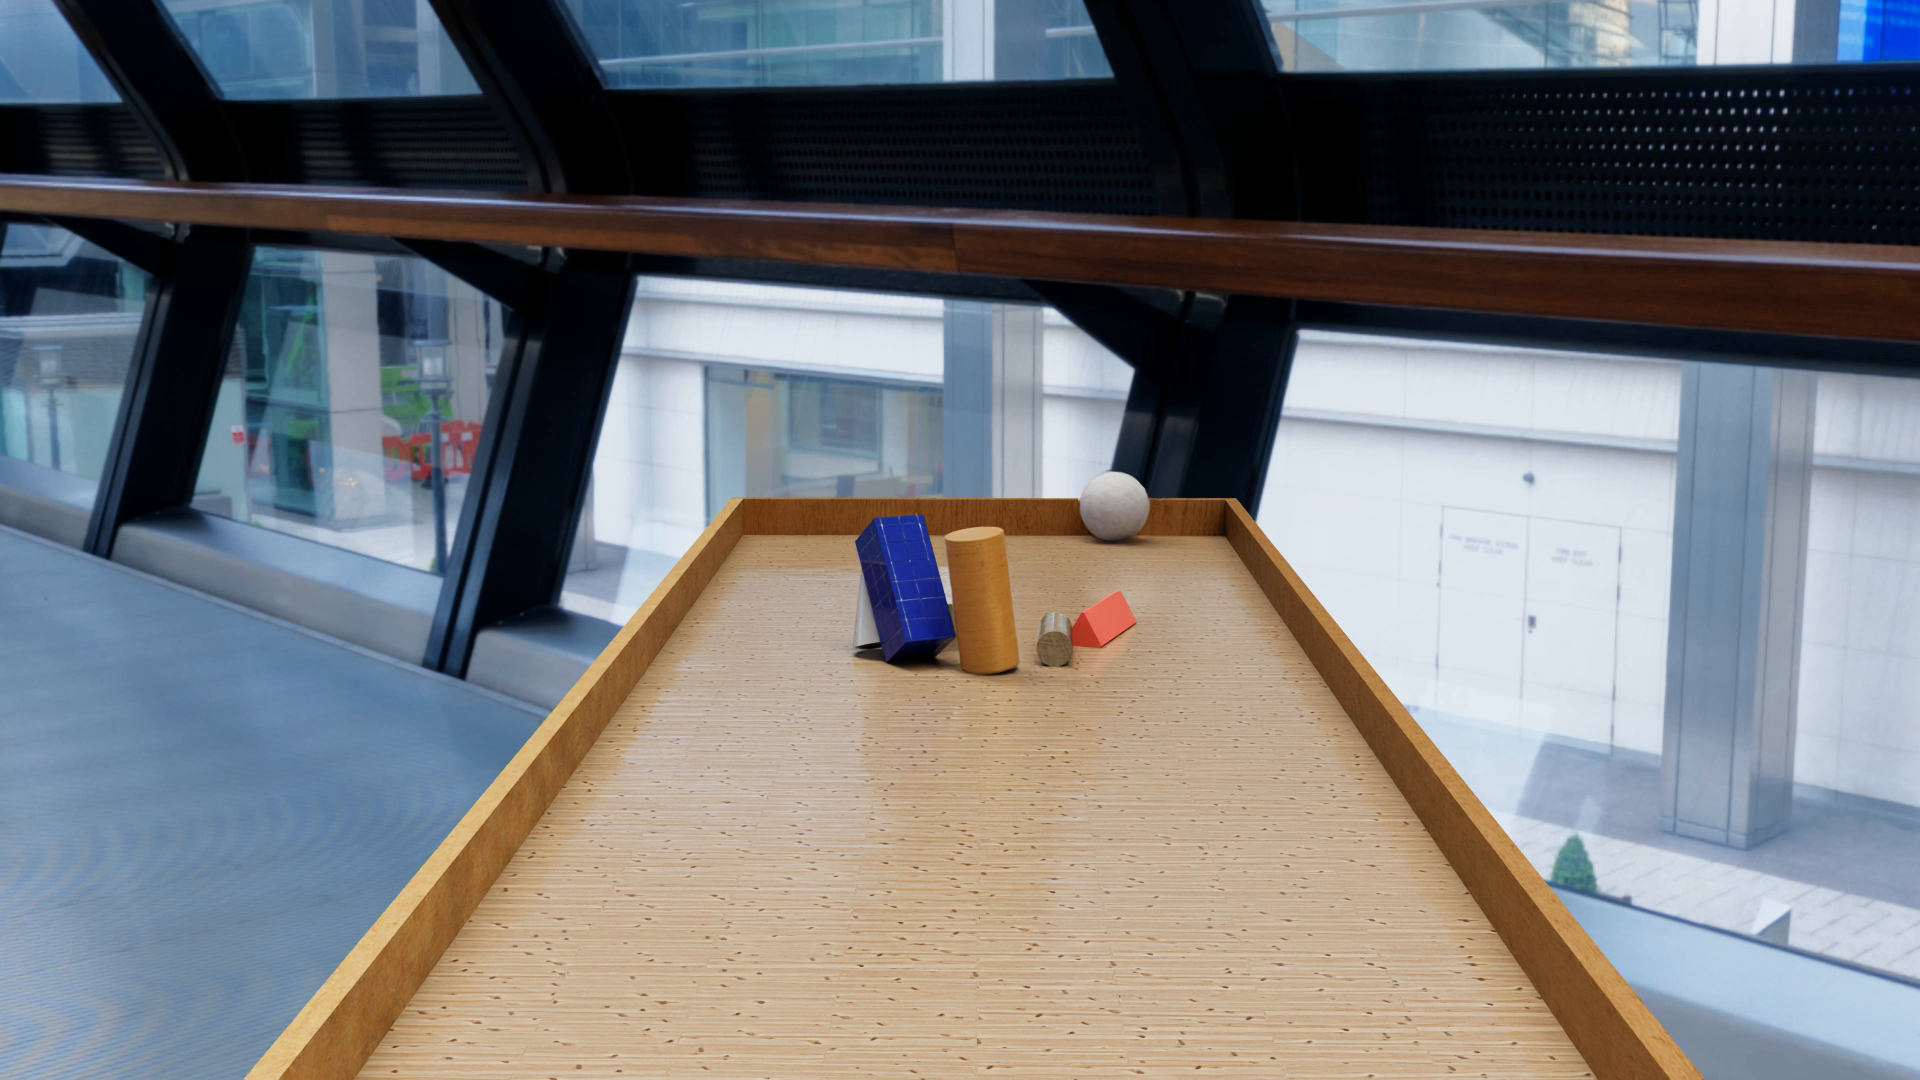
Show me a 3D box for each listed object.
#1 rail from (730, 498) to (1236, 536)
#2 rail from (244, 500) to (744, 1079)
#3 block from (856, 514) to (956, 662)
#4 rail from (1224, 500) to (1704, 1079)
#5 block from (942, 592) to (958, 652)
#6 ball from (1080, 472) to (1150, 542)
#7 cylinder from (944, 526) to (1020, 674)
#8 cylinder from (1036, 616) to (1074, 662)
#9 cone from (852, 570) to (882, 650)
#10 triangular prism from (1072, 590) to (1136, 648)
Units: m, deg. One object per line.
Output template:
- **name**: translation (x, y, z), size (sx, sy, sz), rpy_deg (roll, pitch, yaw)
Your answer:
- **rail**: translation (0.099, -0.098, 9.147), size (2.100, 0.150, 0.050), rpy_deg (0, 9, 1)
- **rail**: translation (-1.004, 0.839, 3.234), size (0.050, 0.150, 12.000), rpy_deg (0, 9, 1)
- **block**: translation (-0.168, 0.147, 6.700), size (0.167, 0.406, 0.167), rpy_deg (-5, -22, -27)
- **rail**: translation (1.046, 0.843, 3.208), size (0.050, 0.150, 12.000), rpy_deg (0, 9, 1)
- **block**: translation (-0.127, 0.242, 6.999), size (0.150, 0.150, 0.428), rpy_deg (-5, 10, -27)
- **ball**: translation (0.630, -0.137, 8.965), size (0.284, 0.284, 0.284), rpy_deg (0, 9, 0)
- **cylinder**: translation (0.066, 0.178, 6.525), size (0.176, 0.405, 0.176), rpy_deg (-7, 12, 2)
- **cylinder**: translation (0.292, 0.303, 6.750), size (0.108, 0.108, 0.303), rpy_deg (1, 4, 5)
- **cone**: translation (-0.269, 0.144, 6.808), size (0.179, 0.365, 0.179), rpy_deg (-7, -8, -1)
- **triangular prism**: translation (0.455, 0.248, 7.085), size (0.123, 0.107, 0.421), rpy_deg (4, 10, 19)
